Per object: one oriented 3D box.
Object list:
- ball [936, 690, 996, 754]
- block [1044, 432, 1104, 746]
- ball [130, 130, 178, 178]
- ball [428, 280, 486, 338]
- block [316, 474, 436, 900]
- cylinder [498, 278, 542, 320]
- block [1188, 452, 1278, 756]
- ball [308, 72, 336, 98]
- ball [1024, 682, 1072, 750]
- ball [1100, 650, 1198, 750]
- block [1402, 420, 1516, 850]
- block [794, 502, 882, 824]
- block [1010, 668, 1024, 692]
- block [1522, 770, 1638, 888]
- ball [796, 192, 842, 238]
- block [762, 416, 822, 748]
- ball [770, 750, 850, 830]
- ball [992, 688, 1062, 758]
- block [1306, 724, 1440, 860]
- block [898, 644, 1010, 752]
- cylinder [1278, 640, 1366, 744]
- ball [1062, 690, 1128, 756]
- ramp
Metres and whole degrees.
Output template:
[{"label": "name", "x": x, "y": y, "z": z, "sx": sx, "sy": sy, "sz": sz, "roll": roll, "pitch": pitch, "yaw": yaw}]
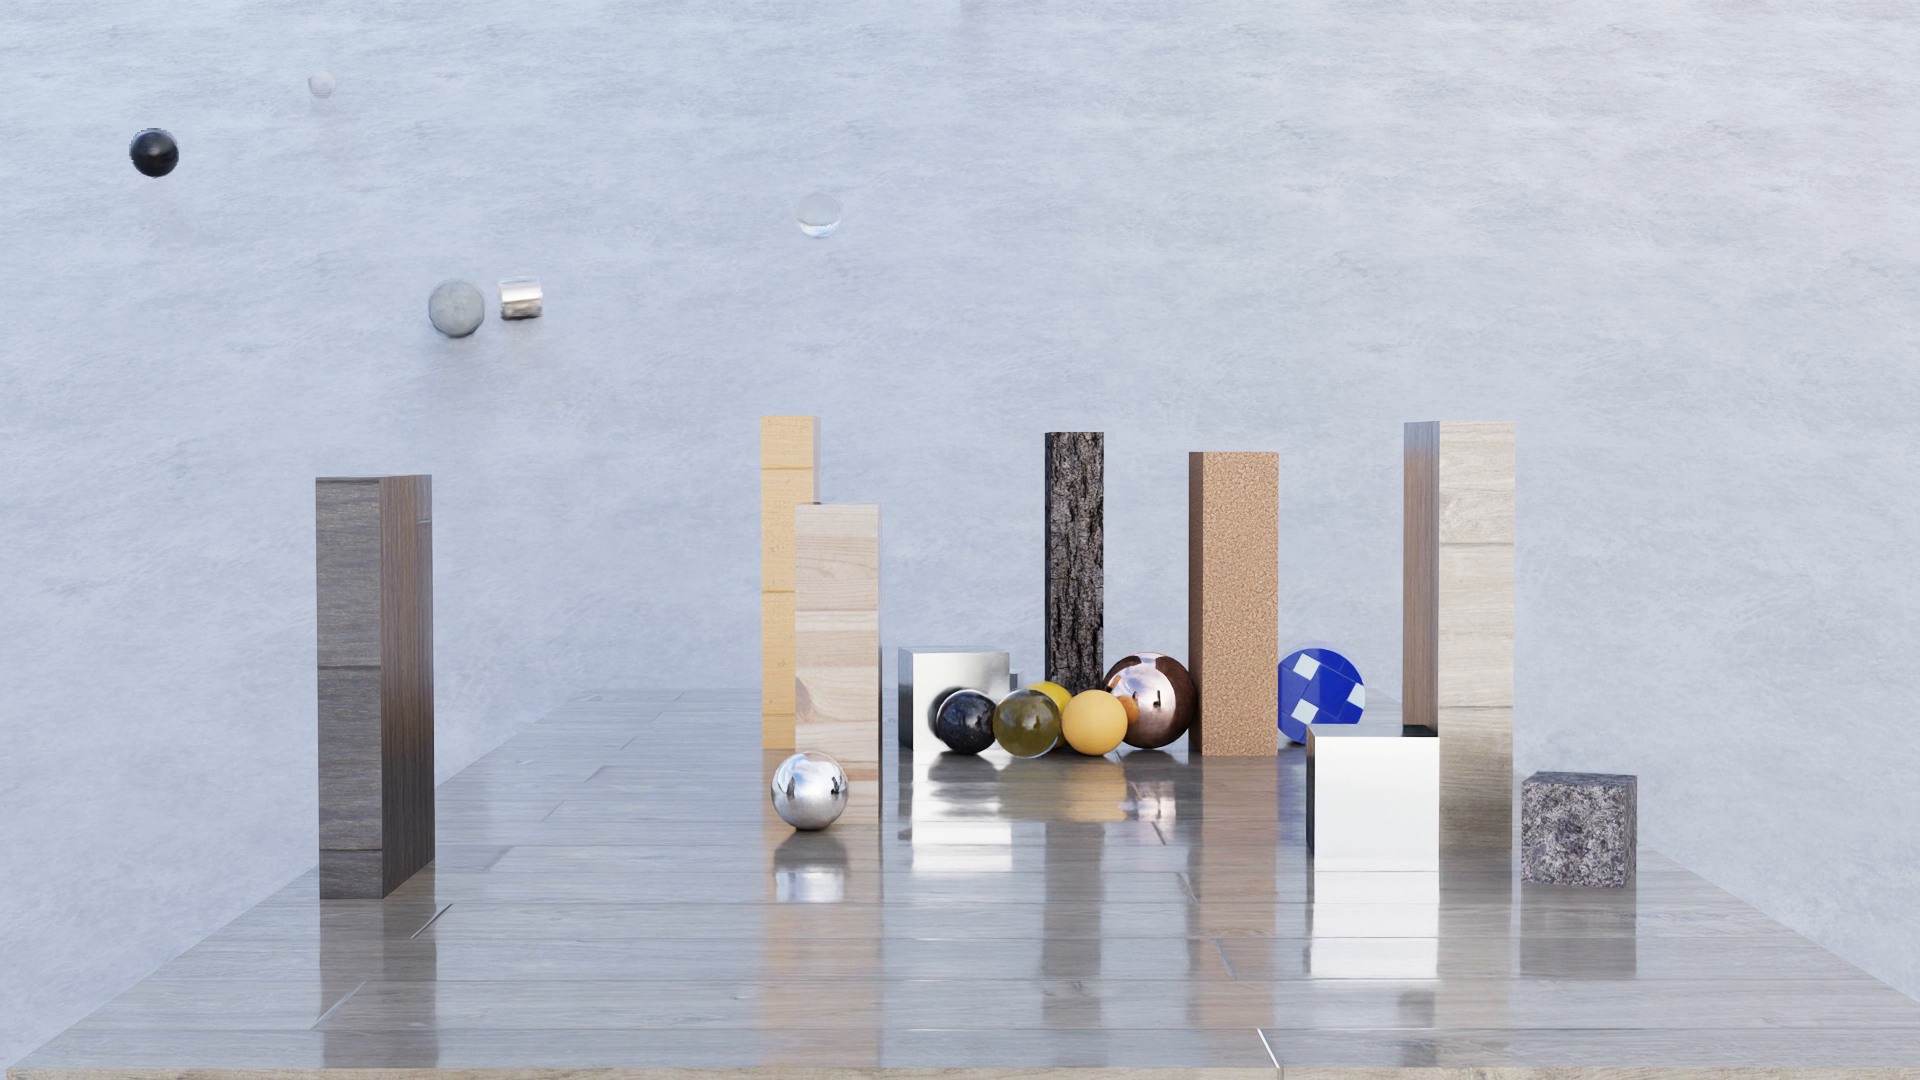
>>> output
[{"label": "ball", "x": 0.018, "y": 0.363, "z": 5.137, "sx": 0.129, "sy": 0.129, "sz": 0.129, "roll": 0, "pitch": 24, "yaw": 0}, {"label": "block", "x": 0.239, "y": 0.094, "z": 5.448, "sx": 0.108, "sy": 0.643, "sz": 0.372, "roll": 0, "pitch": 2, "yaw": 0}, {"label": "ball", "x": -3.470, "y": -1.662, "z": 11.097, "sx": 0.200, "sy": 0.200, "sz": 0.200, "roll": 0, "pitch": 24, "yaw": 0}, {"label": "ball", "x": -1.801, "y": -0.826, "z": 9.218, "sx": 0.203, "sy": 0.203, "sz": 0.203, "roll": 0, "pitch": 24, "yaw": 0}, {"label": "block", "x": -0.827, "y": 0.195, "z": 3.661, "sx": 0.086, "sy": 0.573, "sz": 0.352, "roll": 0, "pitch": 2, "yaw": 0}, {"label": "cylinder", "x": -1.609, "y": -0.883, "z": 9.421, "sx": 0.141, "sy": 0.141, "sz": 0.141, "roll": -8, "pitch": 25, "yaw": -17}, {"label": "block", "x": 0.555, "y": 0.121, "z": 5.260, "sx": 0.149, "sy": 0.602, "sz": 0.319, "roll": 0, "pitch": 2, "yaw": 0}, {"label": "ball", "x": -3.059, "y": -2.185, "z": 12.360, "sx": 0.129, "sy": 0.129, "sz": 0.129, "roll": 0, "pitch": 24, "yaw": 0}, {"label": "ball", "x": 0.169, "y": 0.355, "z": 5.203, "sx": 0.140, "sy": 0.140, "sz": 0.140, "roll": 0, "pitch": 24, "yaw": 0}, {"label": "ball", "x": 0.382, "y": 0.324, "z": 5.223, "sx": 0.199, "sy": 0.199, "sz": 0.199, "roll": 0, "pitch": 24, "yaw": 0}, {"label": "block", "x": 0.783, "y": 0.140, "z": 4.068, "sx": 0.114, "sy": 0.652, "sz": 0.314, "roll": 0, "pitch": 2, "yaw": 0}, {"label": "block", "x": -0.200, "y": 0.198, "z": 4.309, "sx": 0.134, "sy": 0.519, "sz": 0.257, "roll": 0, "pitch": 2, "yaw": 0}, {"label": "block", "x": 0.078, "y": 0.348, "z": 5.709, "sx": 0.116, "sy": 0.116, "sz": 0.116, "roll": 0, "pitch": 2, "yaw": 9}, {"label": "block", "x": 0.882, "y": 0.410, "z": 3.666, "sx": 0.141, "sy": 0.141, "sz": 0.141, "roll": 1, "pitch": 2, "yaw": 22}, {"label": "ball", "x": -0.564, "y": -1.303, "z": 10.318, "sx": 0.178, "sy": 0.178, "sz": 0.178, "roll": 0, "pitch": 24, "yaw": 0}, {"label": "block", "x": -0.350, "y": 0.081, "z": 5.376, "sx": 0.105, "sy": 0.676, "sz": 0.301, "roll": 0, "pitch": 2, "yaw": 0}, {"label": "ball", "x": -0.240, "y": 0.401, "z": 4.124, "sx": 0.126, "sy": 0.126, "sz": 0.126, "roll": 0, "pitch": 24, "yaw": 0}, {"label": "ball", "x": 0.133, "y": 0.361, "z": 5.070, "sx": 0.137, "sy": 0.137, "sz": 0.137, "roll": 0, "pitch": 24, "yaw": 0}, {"label": "block", "x": 0.624, "y": 0.380, "z": 3.913, "sx": 0.182, "sy": 0.182, "sz": 0.182, "roll": 0, "pitch": 2, "yaw": 4}, {"label": "block", "x": -0.014, "y": 0.323, "z": 5.295, "sx": 0.197, "sy": 0.197, "sz": 0.197, "roll": 0, "pitch": 2, "yaw": -11}, {"label": "cylinder", "x": 0.744, "y": 0.318, "z": 5.379, "sx": 0.201, "sy": 0.201, "sz": 0.201, "roll": 4, "pitch": 3, "yaw": 8}, {"label": "ball", "x": 0.267, "y": 0.362, "z": 5.111, "sx": 0.131, "sy": 0.131, "sz": 0.131, "roll": 0, "pitch": 24, "yaw": 0}, {"label": "ramp", "x": 0.055, "y": 0.499, "z": 4.546, "sx": 2.000, "sy": 0.100, "sz": 4.000, "roll": 0, "pitch": 2, "yaw": 0}]
